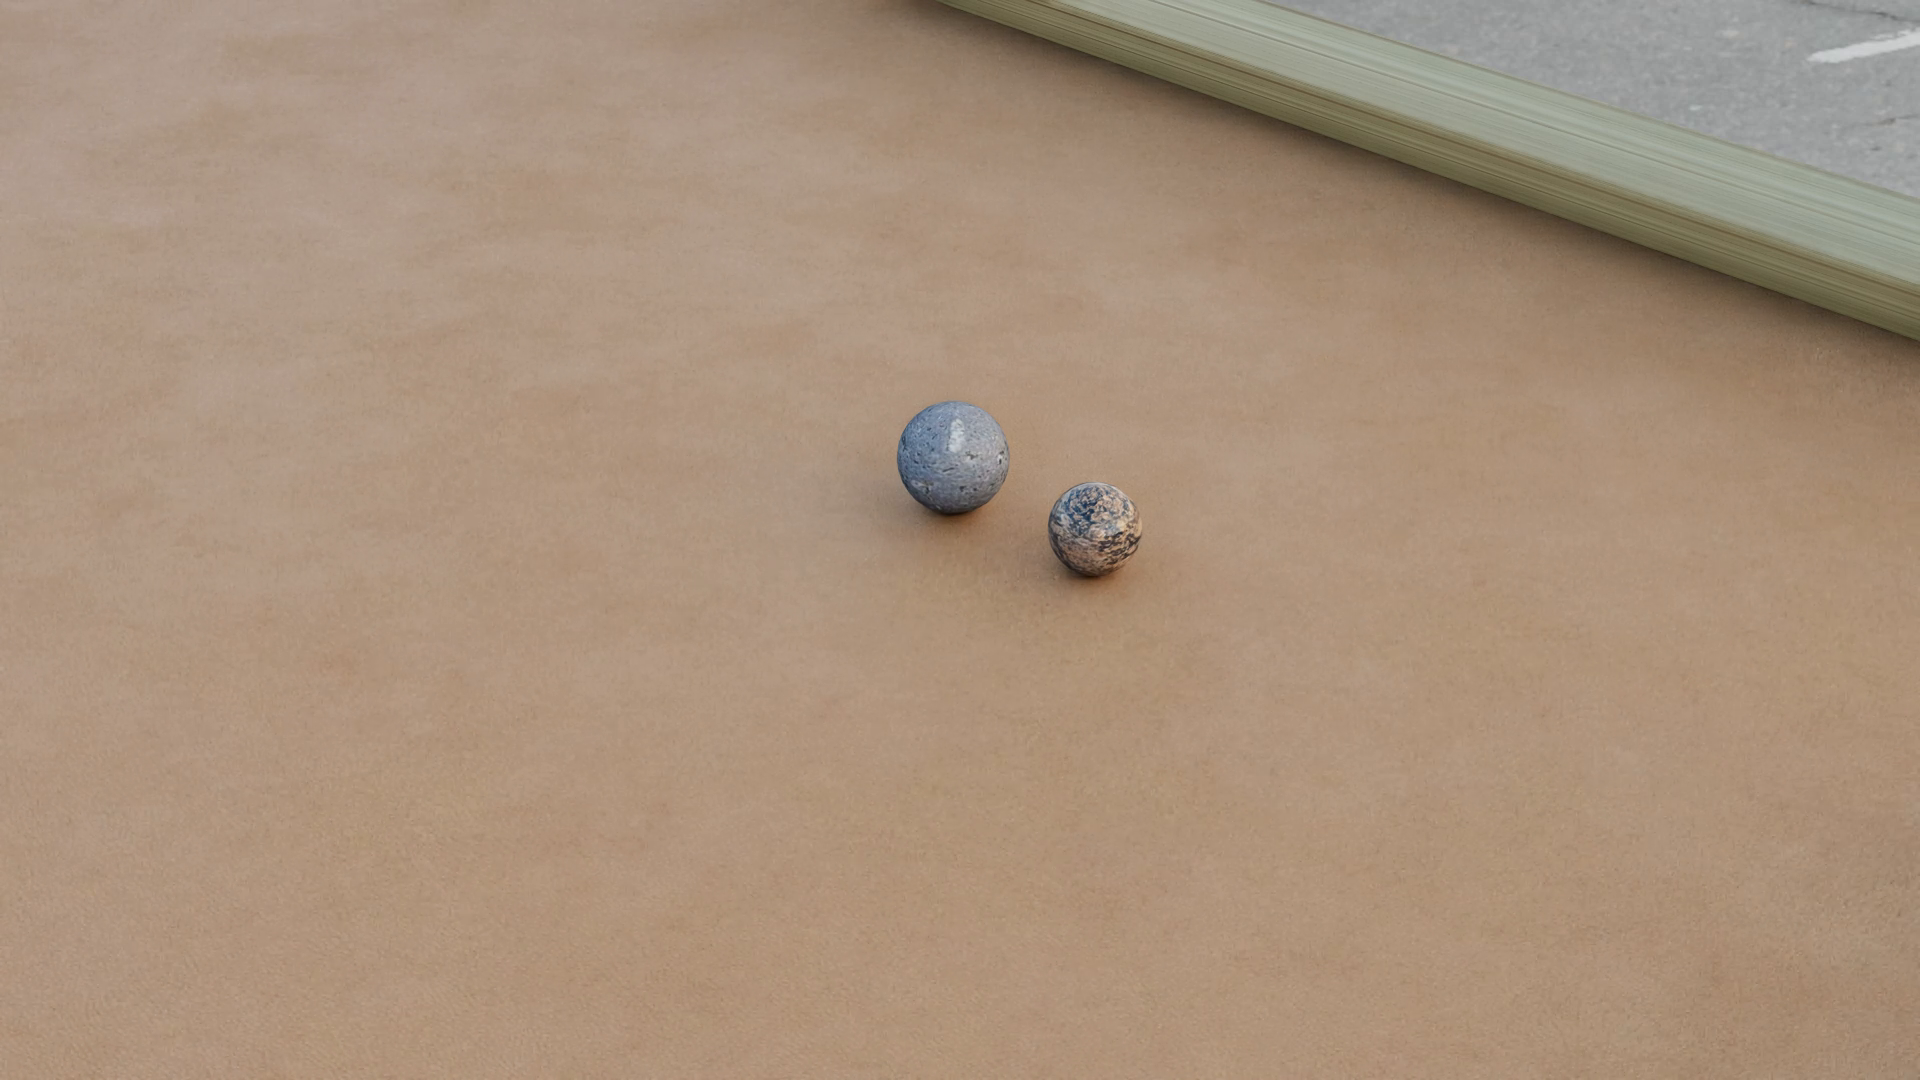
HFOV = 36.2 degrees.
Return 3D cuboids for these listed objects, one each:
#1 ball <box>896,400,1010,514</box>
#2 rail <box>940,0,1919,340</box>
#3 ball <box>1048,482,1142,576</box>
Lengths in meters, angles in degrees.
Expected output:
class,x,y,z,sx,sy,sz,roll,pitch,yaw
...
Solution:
class,x,y,z,sx,sy,sz,roll,pitch,yaw
ball,-0.005,-0.064,2.279,0.088,0.088,0.088,0,25,0
rail,0.199,-0.594,3.376,0.045,0.126,3.908,-17,30,-33
ball,0.100,-0.008,2.180,0.070,0.070,0.070,0,25,0
